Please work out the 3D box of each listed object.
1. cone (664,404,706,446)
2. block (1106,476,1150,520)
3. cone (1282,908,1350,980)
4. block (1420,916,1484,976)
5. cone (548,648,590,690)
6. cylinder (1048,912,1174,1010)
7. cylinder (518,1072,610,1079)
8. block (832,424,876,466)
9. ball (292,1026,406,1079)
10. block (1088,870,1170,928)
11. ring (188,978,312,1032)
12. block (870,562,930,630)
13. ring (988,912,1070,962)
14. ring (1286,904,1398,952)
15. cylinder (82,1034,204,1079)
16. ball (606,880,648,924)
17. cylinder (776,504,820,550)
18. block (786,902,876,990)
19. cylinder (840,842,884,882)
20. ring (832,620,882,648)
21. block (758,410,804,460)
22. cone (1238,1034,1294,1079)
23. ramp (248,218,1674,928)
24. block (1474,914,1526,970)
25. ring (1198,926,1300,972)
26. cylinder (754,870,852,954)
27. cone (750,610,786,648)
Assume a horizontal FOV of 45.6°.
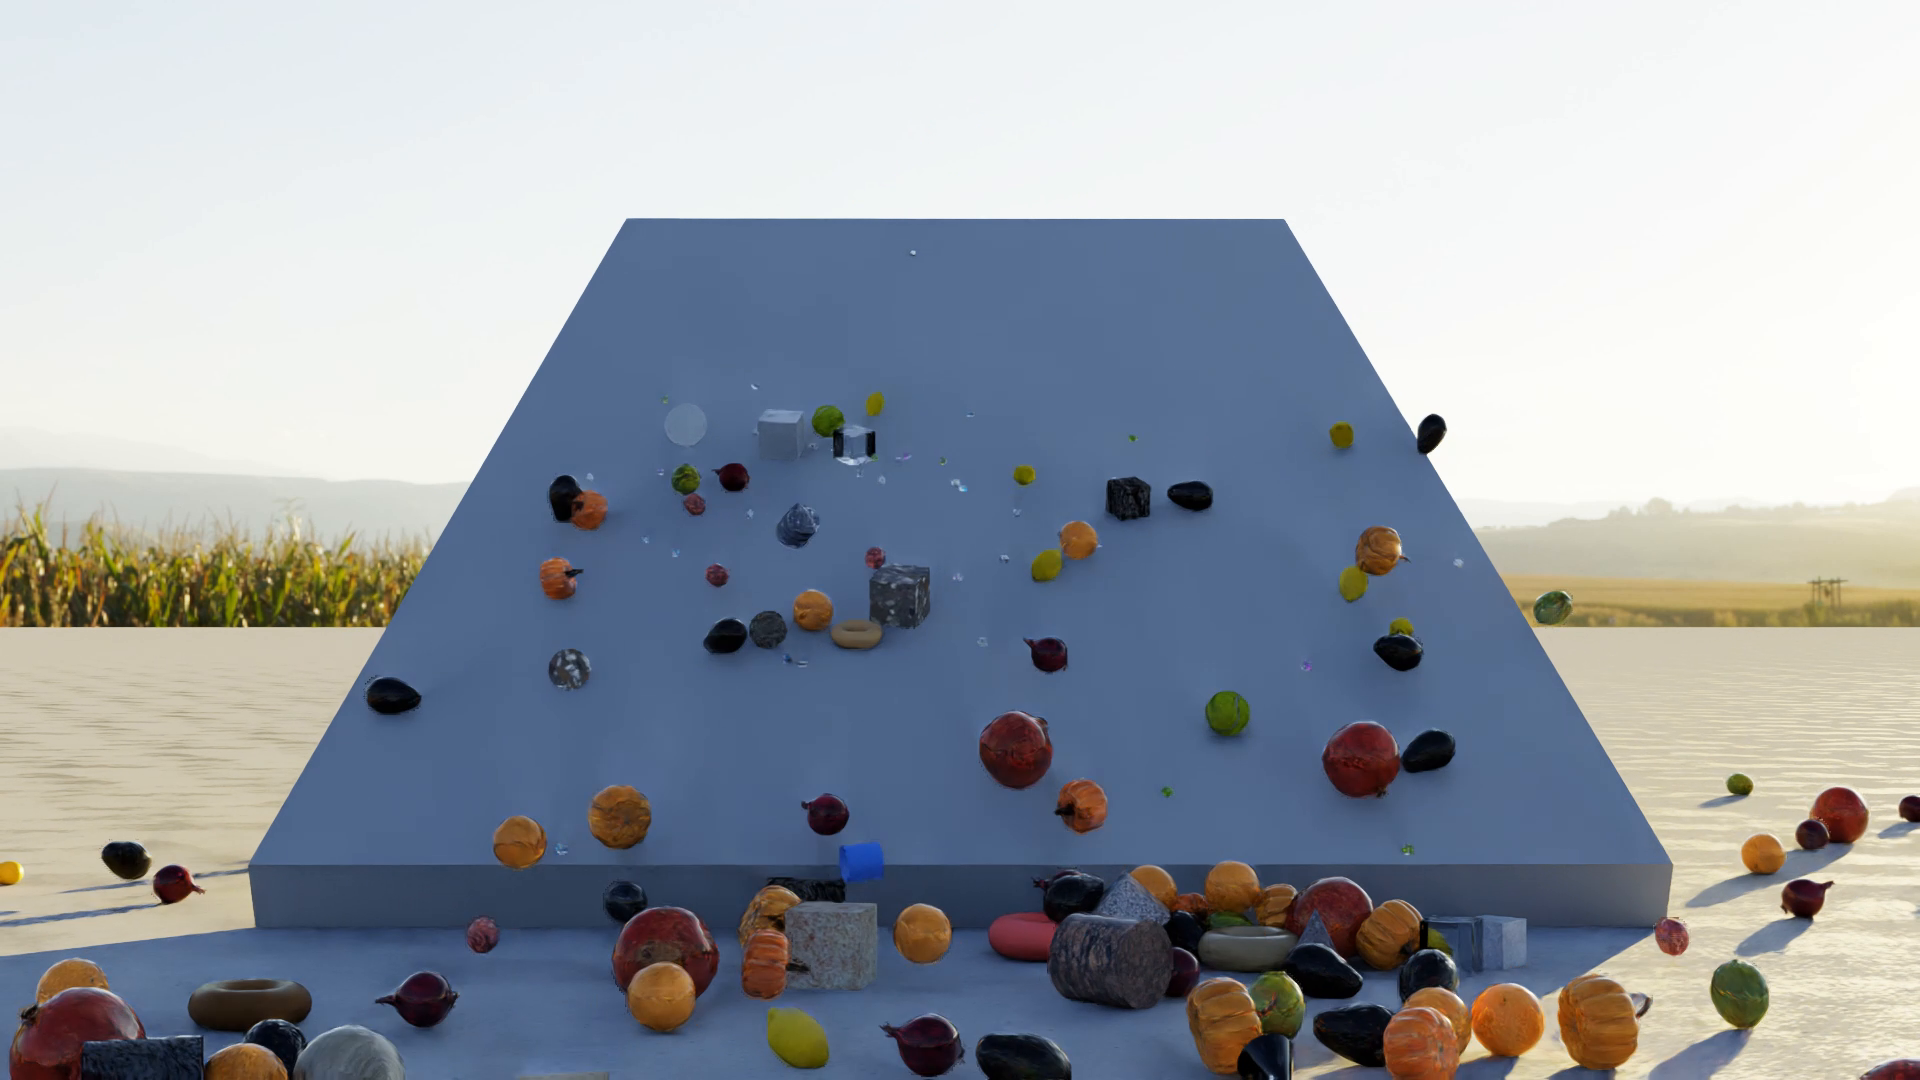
[{"bbox_3d":[-0.584,-0.243,4.957,0.093,0.093,0.093,0,-6,7],"label":"cone"},{"bbox_3d":[0.332,-0.082,4.513,0.064,0.064,0.064,-9,23,-23],"label":"block"},{"bbox_3d":[0.437,0.492,2.801,0.082,0.082,0.082,0,-2,0],"label":"cone"},{"bbox_3d":[0.609,0.502,2.825,0.064,0.064,0.064,-1,-2,25],"label":"block"},{"bbox_3d":[-0.640,0.216,3.777,0.069,0.069,0.069,0,-6,2],"label":"cone"},{"bbox_3d":[0.171,0.476,2.584,0.100,0.100,0.100,-2,-3,43],"label":"cylinder"},{"bbox_3d":[-0.314,0.461,1.814,0.072,0.072,0.072,-1,-2,-8],"label":"cylinder"},{"bbox_3d":[-0.223,-0.201,4.819,0.064,0.064,0.064,-18,28,-39],"label":"block"},{"bbox_3d":[-0.512,0.455,1.913,0.094,0.094,0.094,0,-2,0],"label":"ball"},{"bbox_3d":[0.215,0.482,2.928,0.077,0.077,0.077,42,2,3],"label":"block"},{"bbox_3d":[-0.764,0.500,2.457,0.128,0.043,0.128,1,-2,0],"label":"ring"},{"bbox_3d":[-0.105,0.099,4.011,0.084,0.084,0.084,6,22,14],"label":"block"},{"bbox_3d":[0.111,0.514,2.959,0.150,0.050,0.150,1,-2,0],"label":"ring"},{"bbox_3d":[0.511,0.518,3.048,0.149,0.050,0.149,1,-2,0],"label":"ring"},{"bbox_3d":[-0.667,0.453,1.863,0.092,0.092,0.092,0,-2,-20],"label":"cylinder"},{"bbox_3d":[-0.449,0.486,3.066,0.056,0.056,0.056,0,-2,0],"label":"ball"},{"bbox_3d":[-0.292,-0.024,4.105,0.061,0.061,0.061,1,-27,-28],"label":"cylinder"},{"bbox_3d":[-0.154,0.485,2.732,0.091,0.091,0.091,0,-2,10],"label":"block"},{"bbox_3d":[-0.136,0.445,3.149,0.051,0.051,0.051,-5,-1,-16],"label":"cylinder"},{"bbox_3d":[-0.177,0.162,3.923,0.089,0.030,0.089,0,20,0],"label":"ring"},{"bbox_3d":[-0.380,-0.224,4.853,0.083,0.083,0.083,2,21,6],"label":"block"},{"bbox_3d":[0.292,0.495,2.101,0.057,0.057,0.057,1,25,-17],"label":"cone"},{"bbox_3d":[-0.006,-0.215,5.085,2.000,0.100,4.000,0,21,0],"label":"ramp"},{"bbox_3d":[0.674,0.507,2.879,0.058,0.058,0.058,-2,-3,43],"label":"block"},{"bbox_3d":[0.365,0.513,2.864,0.134,0.045,0.134,0,-1,0],"label":"ring"},{"bbox_3d":[-0.200,0.482,2.904,0.099,0.099,0.099,17,-5,-11],"label":"cylinder"},{"bbox_3d":[-0.326,0.157,3.935,0.065,0.065,0.065,0,-6,5],"label":"cone"}]
